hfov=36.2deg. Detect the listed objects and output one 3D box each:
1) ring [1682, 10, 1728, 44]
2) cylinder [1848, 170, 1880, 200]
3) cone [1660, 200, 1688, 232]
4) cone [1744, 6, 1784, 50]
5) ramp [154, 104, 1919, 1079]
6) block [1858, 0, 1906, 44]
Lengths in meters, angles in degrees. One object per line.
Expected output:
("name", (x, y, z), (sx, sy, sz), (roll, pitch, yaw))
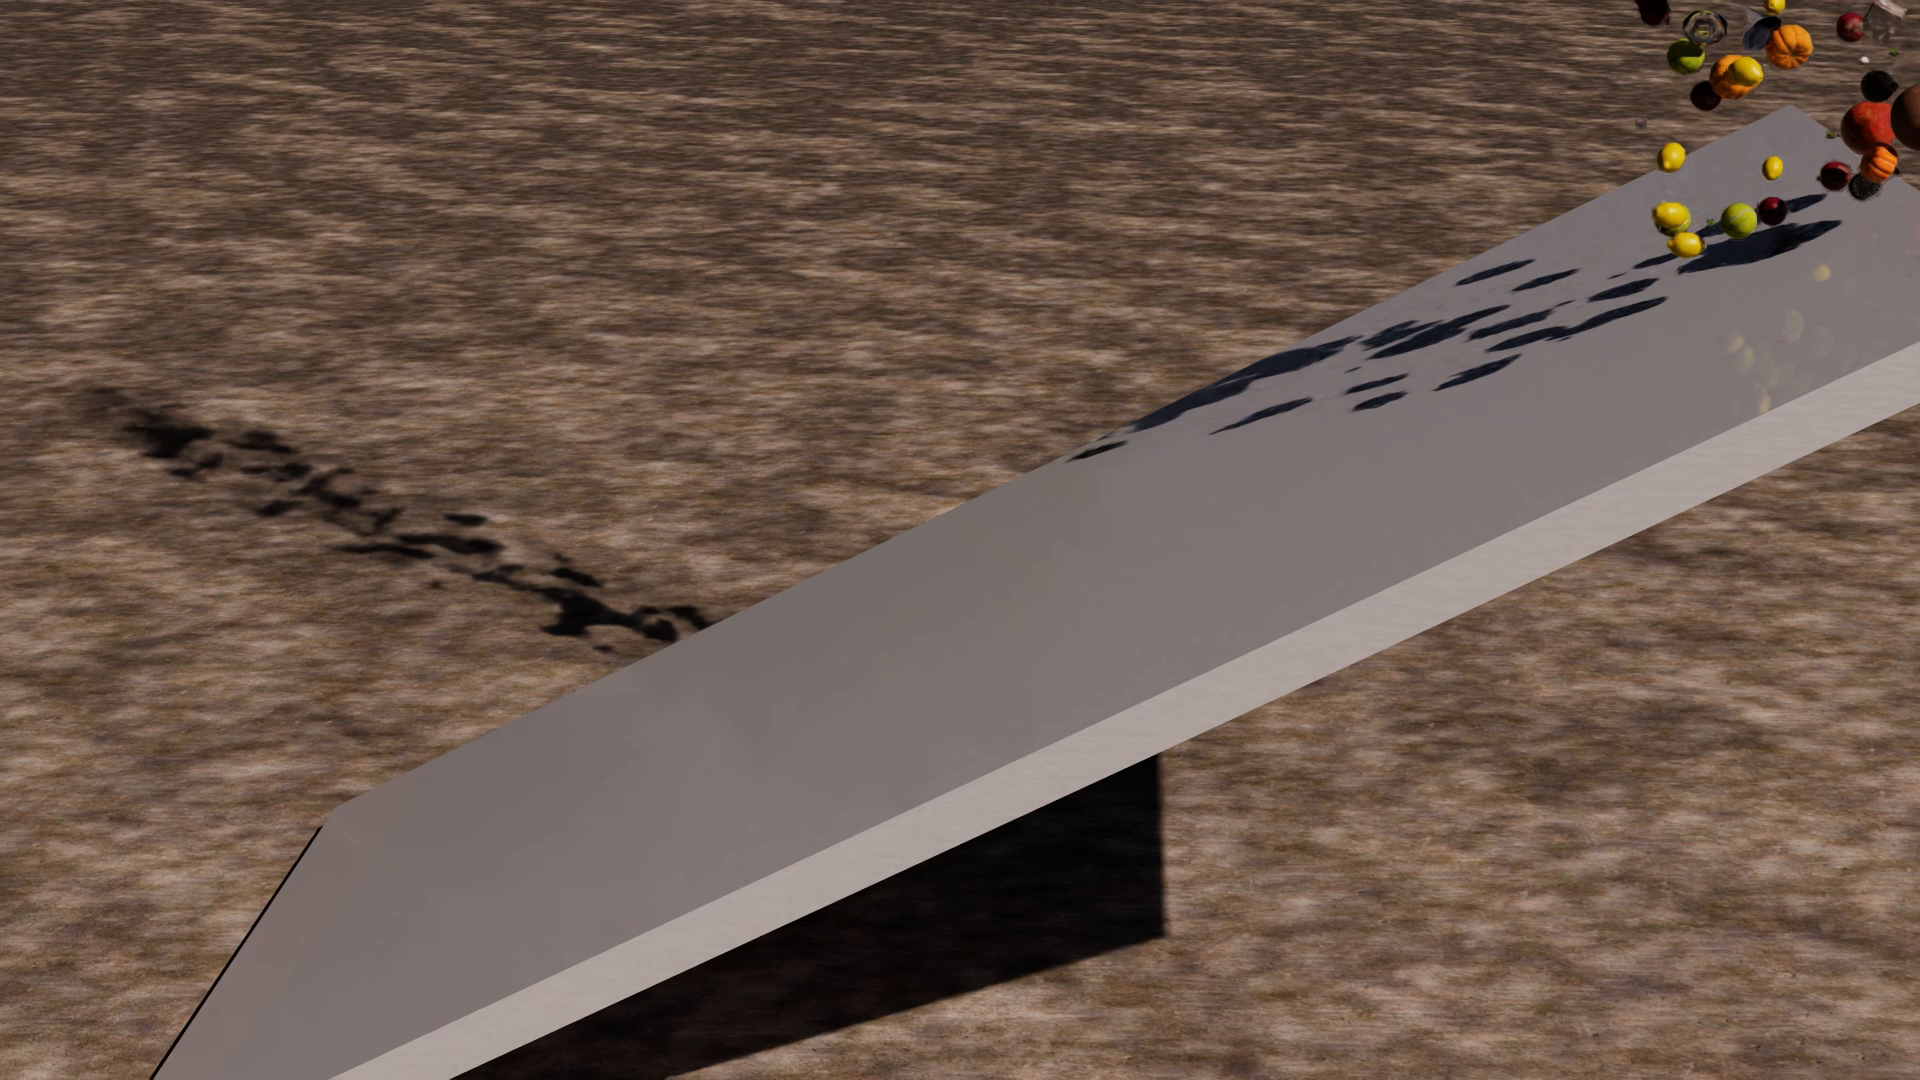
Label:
("ring", (1.407, -0.968, 5.557), (0.083, 0.083, 0.028), (6, 61, 19))
("cylinder", (1.766, -0.693, 5.742), (0.052, 0.052, 0.052), (8, 15, 25))
("cone", (1.375, -0.635, 5.711), (0.059, 0.059, 0.059), (-23, 7, 3))
("cone", (1.579, -1.034, 5.850), (0.085, 0.085, 0.085), (-6, 51, -18))
("ramp", (0.140, 0.168, 6.281), (4.000, 0.100, 2.000), (-26, 14, 10))
("block", (1.731, -0.977, 5.522), (0.058, 0.058, 0.058), (30, 35, 8))
